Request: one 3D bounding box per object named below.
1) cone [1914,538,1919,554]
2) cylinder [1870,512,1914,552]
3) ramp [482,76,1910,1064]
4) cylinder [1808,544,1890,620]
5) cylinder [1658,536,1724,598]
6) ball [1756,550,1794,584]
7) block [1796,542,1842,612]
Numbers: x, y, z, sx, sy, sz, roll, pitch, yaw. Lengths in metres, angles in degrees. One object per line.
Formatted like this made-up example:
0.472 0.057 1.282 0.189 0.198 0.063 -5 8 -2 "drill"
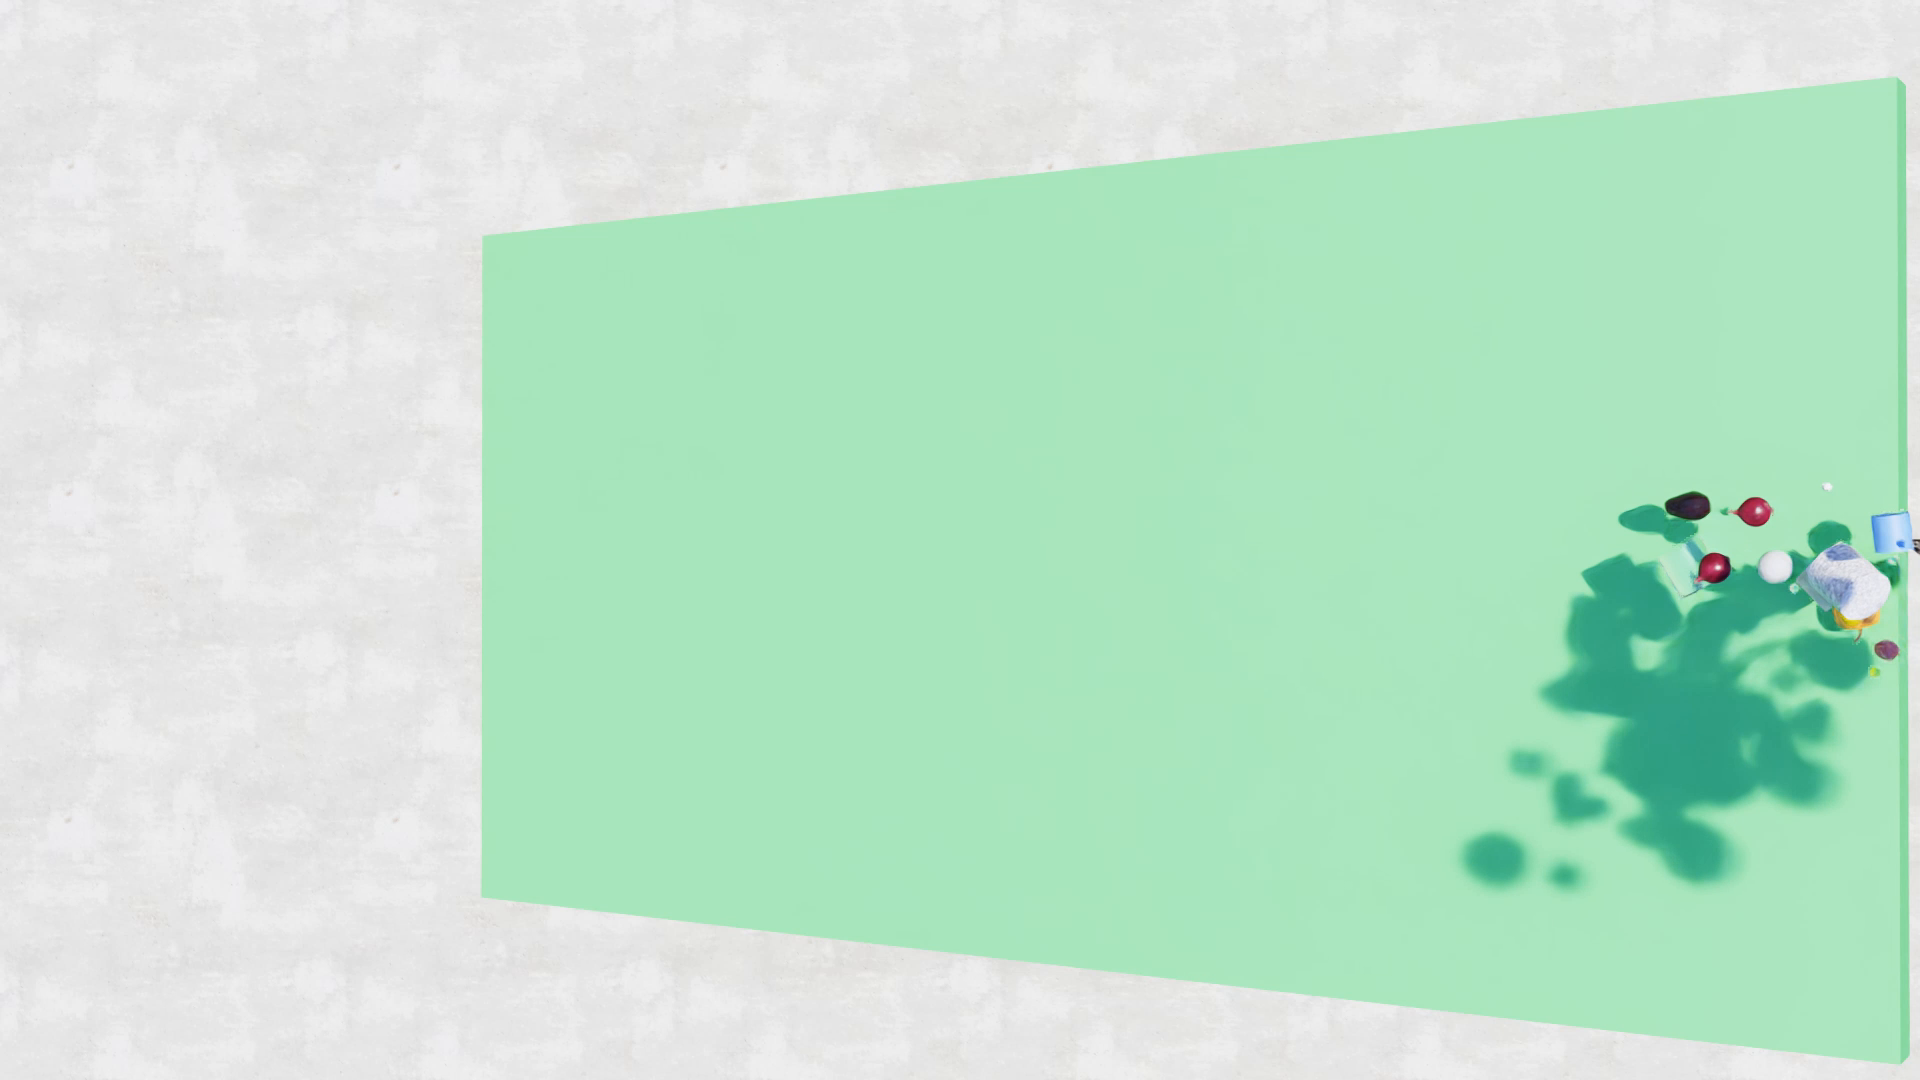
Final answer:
1.782 0.014 4.045 0.090 0.090 0.090 13 90 8 "cone"
1.510 -0.012 3.561 0.059 0.059 0.059 -7 92 0 "cylinder"
0.255 0.070 5.588 4.000 0.100 2.000 0 89 33 "ramp"
1.515 0.072 3.747 0.094 0.094 0.094 -8 124 -13 "cylinder"
1.434 0.053 4.315 0.092 0.092 0.092 -28 82 0 "cylinder"
1.608 0.053 4.338 0.067 0.067 0.067 0 90 0 "ball"
1.734 0.073 4.367 0.088 0.088 0.088 -38 75 -6 "block"
